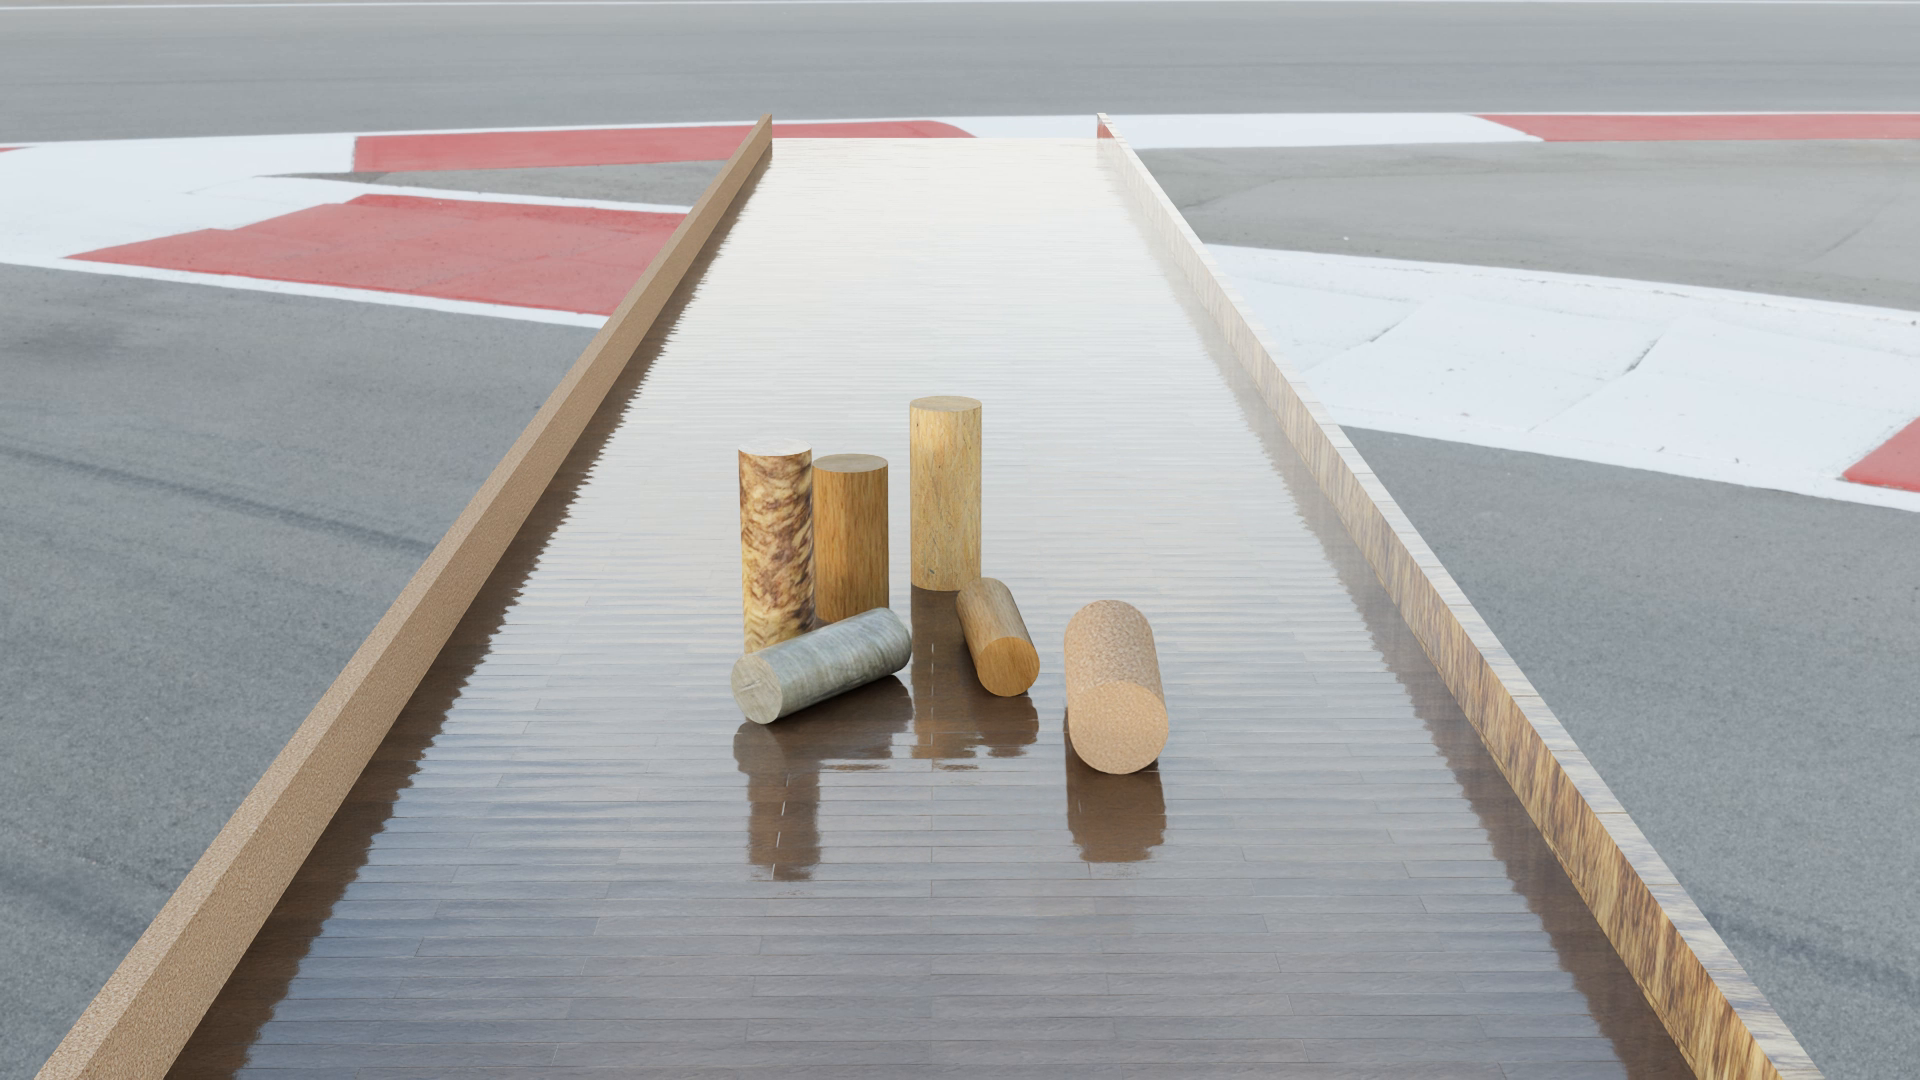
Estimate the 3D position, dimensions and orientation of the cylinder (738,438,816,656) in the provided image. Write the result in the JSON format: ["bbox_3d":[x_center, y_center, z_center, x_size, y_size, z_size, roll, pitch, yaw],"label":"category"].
[{"bbox_3d":[-0.360,0.031,4.346,0.143,0.443,0.143,0,17,0],"label":"cylinder"}]

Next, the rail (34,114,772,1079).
[{"bbox_3d":[-1.118,-0.838,7.780,0.050,0.150,12.000,0,17,-1],"label":"rail"}]

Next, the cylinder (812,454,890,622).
[{"bbox_3d":[-0.231,-0.004,4.661,0.159,0.330,0.159,0,17,0],"label":"cylinder"}]

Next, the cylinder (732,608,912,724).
[{"bbox_3d":[-0.261,0.236,4.200,0.133,0.133,0.362,13,21,38],"label":"cylinder"}]

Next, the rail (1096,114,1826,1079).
[{"bbox_3d":[0.932,-0.844,7.801,0.050,0.150,12.000,0,17,-1],"label":"rail"}]

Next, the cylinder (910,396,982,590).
[{"bbox_3d":[-0.031,-0.104,4.866,0.158,0.405,0.158,0,17,0],"label":"cylinder"}]

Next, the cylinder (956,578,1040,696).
[{"bbox_3d":[0.072,0.188,4.380,0.121,0.121,0.379,-2,17,-6],"label":"cylinder"}]

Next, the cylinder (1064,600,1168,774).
[{"bbox_3d":[0.282,0.262,4.041,0.173,0.173,0.454,0,17,1],"label":"cylinder"}]
